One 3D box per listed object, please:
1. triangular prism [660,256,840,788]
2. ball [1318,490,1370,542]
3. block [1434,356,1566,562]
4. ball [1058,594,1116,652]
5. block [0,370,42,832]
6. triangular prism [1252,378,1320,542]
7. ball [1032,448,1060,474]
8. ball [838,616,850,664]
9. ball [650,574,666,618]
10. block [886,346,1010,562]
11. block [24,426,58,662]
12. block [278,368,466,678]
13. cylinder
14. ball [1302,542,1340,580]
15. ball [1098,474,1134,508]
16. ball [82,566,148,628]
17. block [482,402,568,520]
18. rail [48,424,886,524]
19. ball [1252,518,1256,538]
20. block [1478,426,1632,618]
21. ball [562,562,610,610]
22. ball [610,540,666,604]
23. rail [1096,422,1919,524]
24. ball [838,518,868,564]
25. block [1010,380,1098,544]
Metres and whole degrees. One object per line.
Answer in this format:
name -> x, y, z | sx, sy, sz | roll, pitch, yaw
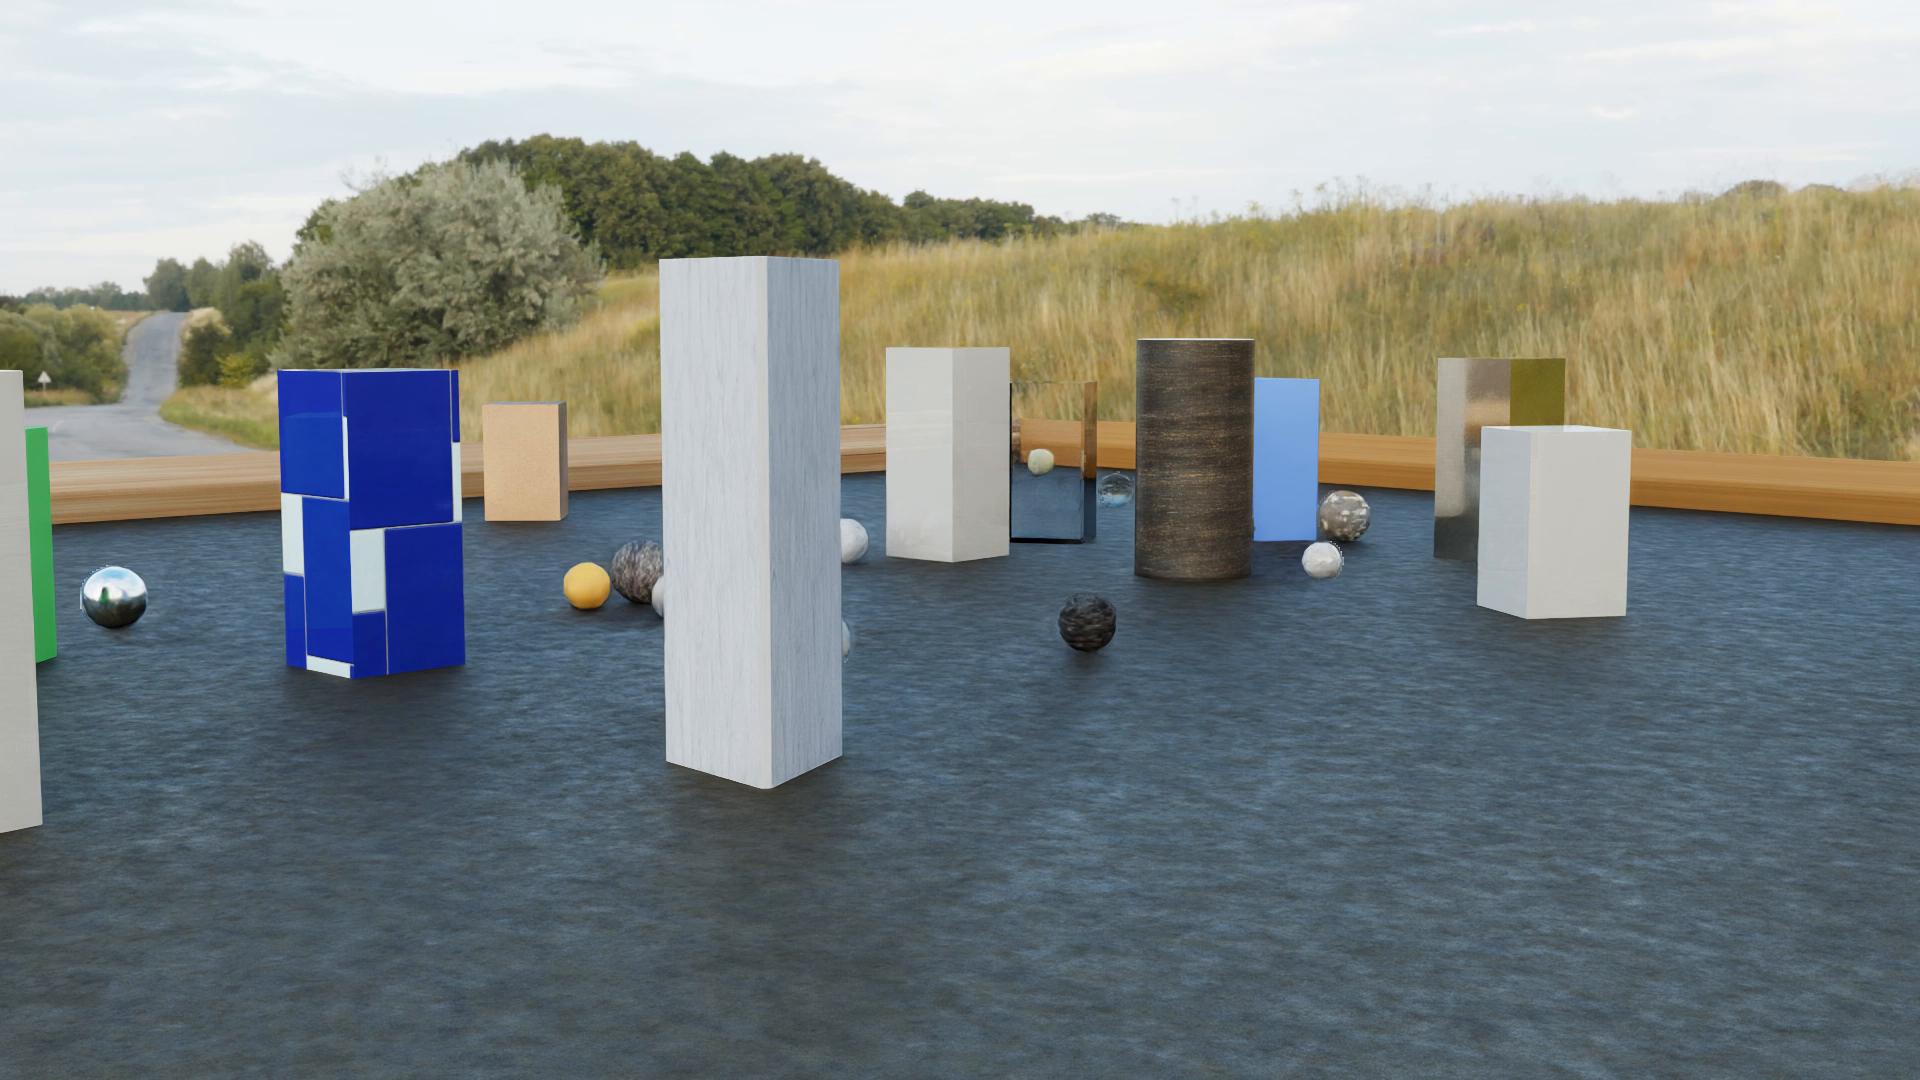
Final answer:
triangular prism -> -0.179, -0.025, 2.143 | 0.149, 0.494, 0.172 | -5, 8, -40
ball -> 0.744, -0.046, 4.249 | 0.099, 0.099, 0.099 | 0, 6, 0
block -> 0.969, -0.146, 3.951 | 0.158, 0.360, 0.158 | -5, 8, -39
ball -> 0.167, 0.109, 2.877 | 0.076, 0.076, 0.076 | 0, 6, 0
block -> -0.908, 0.054, 1.873 | 0.158, 0.393, 0.158 | 4, 7, 35
triangular prism -> 0.597, -0.161, 4.325 | 0.172, 0.312, 0.149 | -1, 6, -12
ball -> 0.234, -0.217, 6.010 | 0.074, 0.074, 0.074 | 0, 6, 0
ball -> -0.173, 0.125, 2.728 | 0.075, 0.075, 0.075 | 0, 6, 0
ball -> -0.411, 0.081, 3.171 | 0.069, 0.069, 0.069 | 0, 6, 0
block -> -0.022, -0.160, 3.994 | 0.158, 0.378, 0.158 | 5, 8, 40
block -> -1.251, 0.010, 2.754 | 0.158, 0.296, 0.158 | 0, 6, 3
block -> -0.738, -0.027, 2.759 | 0.158, 0.371, 0.158 | 6, 8, 43
cylinder -> 0.395, -0.139, 3.705 | 0.198, 0.397, 0.198 | 0, 6, 0
ball -> 0.600, 0.034, 3.650 | 0.063, 0.063, 0.063 | 0, 6, 0
ball -> 0.351, -0.110, 4.954 | 0.080, 0.080, 0.080 | 0, 6, 0
ball -> -1.186, 0.081, 3.087 | 0.087, 0.087, 0.087 | 0, 6, 0
block -> -0.936, -0.172, 4.747 | 0.158, 0.247, 0.158 | 0, 6, -4
rail -> -1.491, -0.134, 4.939 | 4.626, 0.129, 0.045 | -5, 8, -42
ball -> 0.490, -0.021, 4.019 | 0.097, 0.097, 0.097 | 0, 6, 0
block -> 0.880, -0.030, 3.267 | 0.158, 0.271, 0.158 | -1, 6, -13
ball -> -0.558, 0.069, 3.287 | 0.070, 0.070, 0.070 | 0, 6, 0
ball -> -0.485, 0.048, 3.355 | 0.097, 0.097, 0.097 | 0, 6, 0
rail -> 1.683, -0.128, 4.876 | 0.045, 0.129, 4.444 | -5, 8, -42
ball -> -0.202, 0.002, 3.876 | 0.081, 0.081, 0.081 | 0, 6, 0
block -> 0.173, -0.154, 4.277 | 0.158, 0.307, 0.158 | 2, 6, 14
